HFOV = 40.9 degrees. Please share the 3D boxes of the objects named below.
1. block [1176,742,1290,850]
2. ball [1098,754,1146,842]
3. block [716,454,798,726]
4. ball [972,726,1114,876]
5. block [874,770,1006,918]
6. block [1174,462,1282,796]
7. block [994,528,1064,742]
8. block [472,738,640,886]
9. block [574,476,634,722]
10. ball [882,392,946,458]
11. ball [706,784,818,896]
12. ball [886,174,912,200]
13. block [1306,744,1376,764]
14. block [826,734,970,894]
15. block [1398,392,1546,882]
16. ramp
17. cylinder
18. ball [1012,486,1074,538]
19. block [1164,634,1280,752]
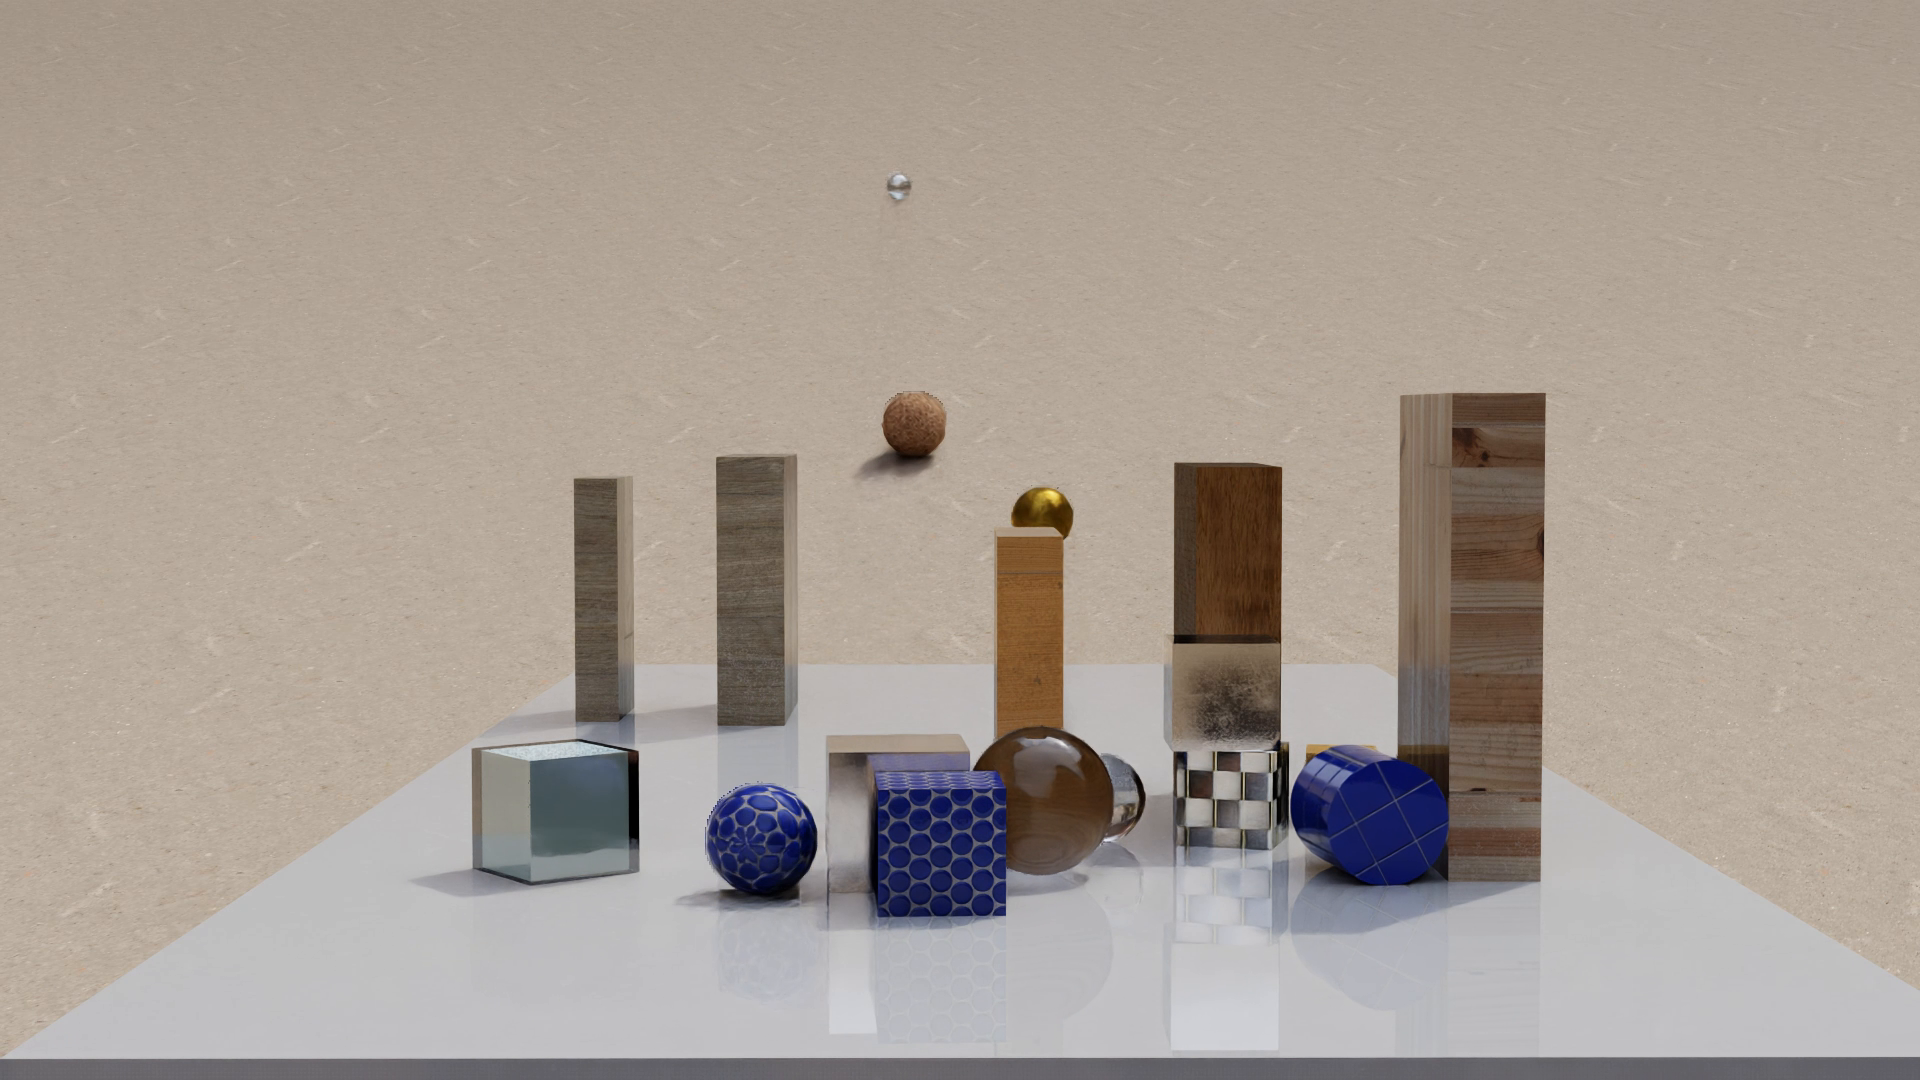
[{"bbox_3d":[0.407,0.376,3.824,0.142,0.142,0.142,1,3,17],"label":"block"},{"bbox_3d":[0.210,0.383,3.814,0.129,0.129,0.129,0,22,0],"label":"ball"},{"bbox_3d":[-0.427,0.094,5.453,0.137,0.547,0.440,0,3,0],"label":"block"},{"bbox_3d":[0.110,0.359,3.539,0.205,0.205,0.205,0,22,0],"label":"ball"},{"bbox_3d":[-0.027,0.391,3.325,0.162,0.162,0.162,0,3,-3],"label":"block"},{"bbox_3d":[0.423,0.157,4.105,0.130,0.553,0.397,0,3,0],"label":"block"},{"bbox_3d":[0.099,0.218,3.792,0.094,0.461,0.313,0,3,0],"label":"block"},{"bbox_3d":[-0.563,0.375,3.575,0.169,0.169,0.169,-2,4,-38],"label":"block"},{"bbox_3d":[-0.750,0.118,5.432,0.089,0.502,0.261,0,3,0],"label":"block"},{"bbox_3d":[-0.145,-0.366,8.188,0.205,0.205,0.205,0,22,0],"label":"ball"},{"bbox_3d":[-0.261,0.396,3.394,0.146,0.146,0.146,0,22,0],"label":"ball"},{"bbox_3d":[-0.267,-1.541,11.210,0.109,0.109,0.109,0,22,0],"label":"ball"},{"bbox_3d":[0.598,0.382,4.032,0.109,0.109,0.109,0,3,8],"label":"block"},{"bbox_3d":[-0.086,0.369,3.500,0.187,0.187,0.187,0,3,-4],"label":"block"},{"bbox_3d":[0.724,0.123,3.675,0.125,0.662,0.407,0,3,0],"label":"block"},{"bbox_3d":[0.051,0.463,4.534,2.000,0.100,4.000,0,3,0],"label":"ramp"},{"bbox_3d":[0.561,0.376,3.538,0.170,0.170,0.170,-4,3,-10],"label":"cylinder"},{"bbox_3d":[0.240,-0.065,7.478,0.180,0.180,0.180,0,22,0],"label":"ball"},{"bbox_3d":[0.388,0.226,3.830,0.158,0.158,0.158,0,3,0],"label":"block"}]
